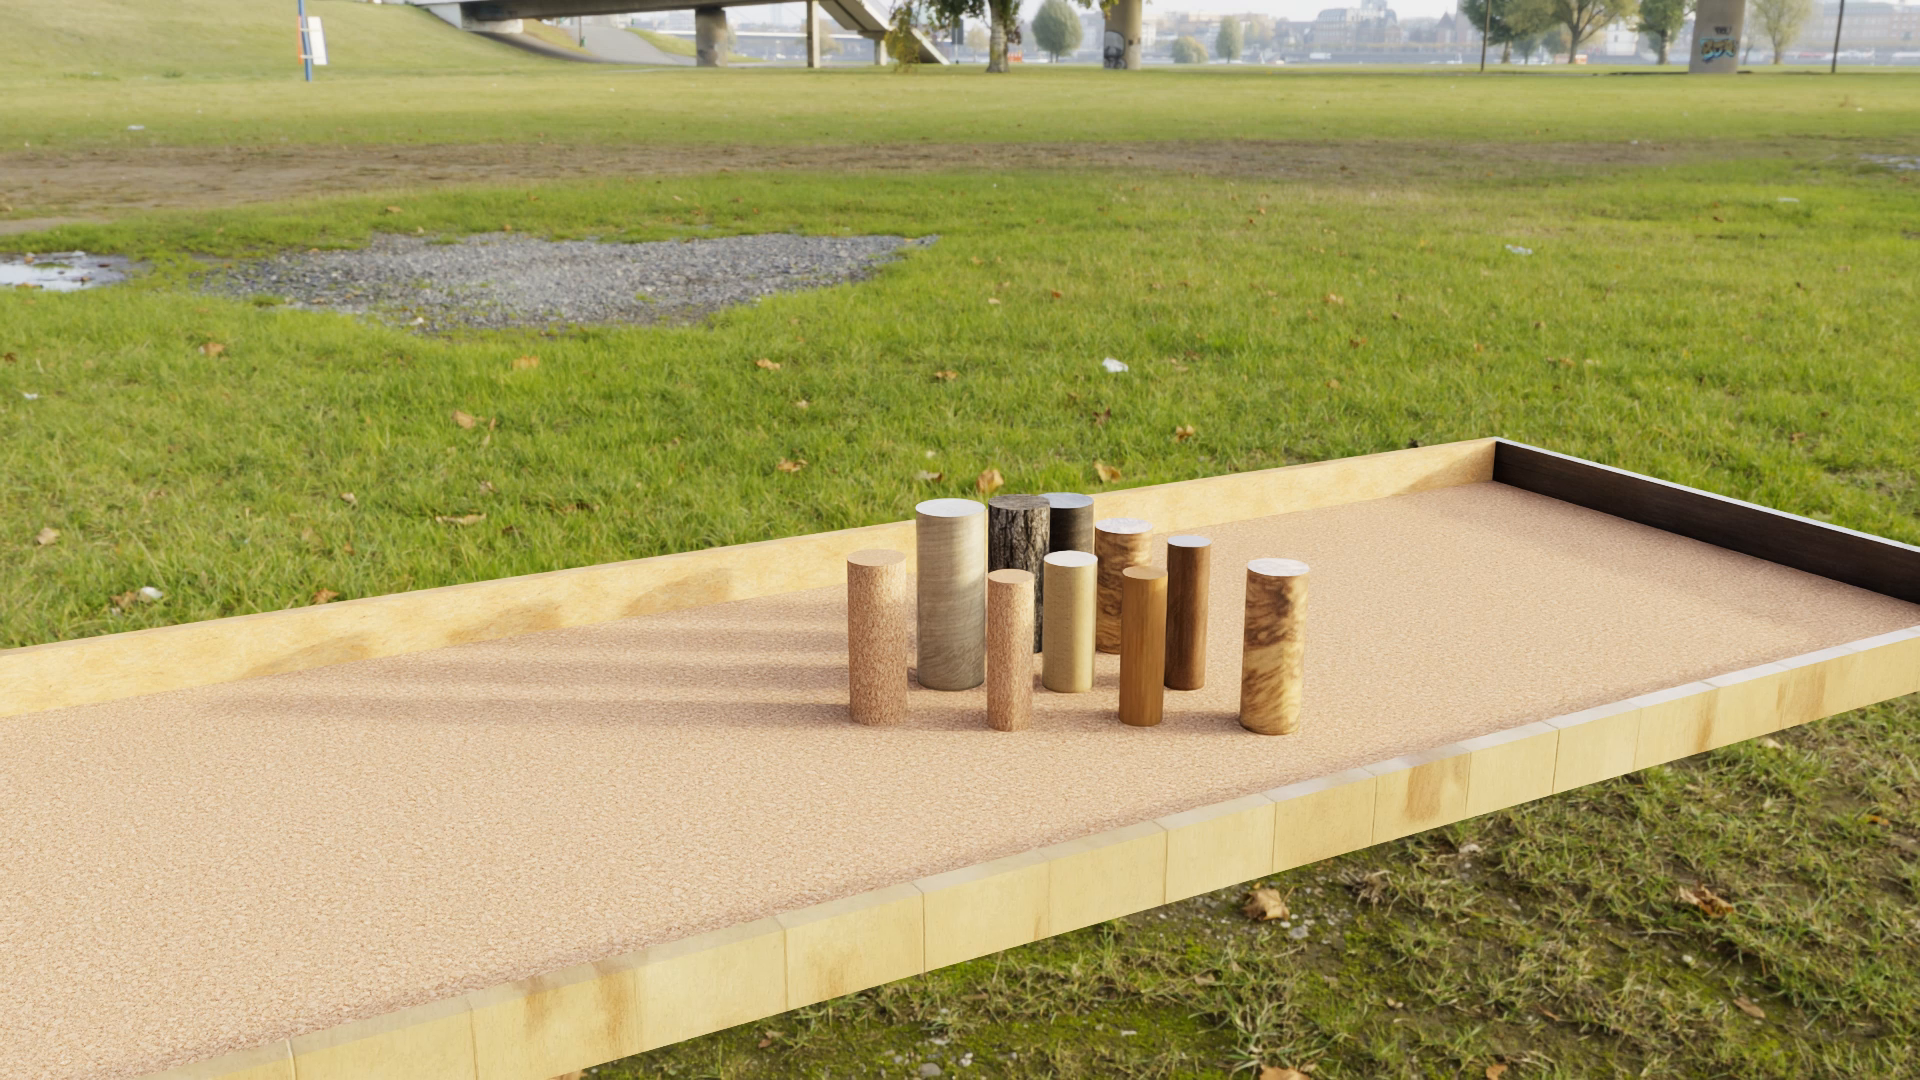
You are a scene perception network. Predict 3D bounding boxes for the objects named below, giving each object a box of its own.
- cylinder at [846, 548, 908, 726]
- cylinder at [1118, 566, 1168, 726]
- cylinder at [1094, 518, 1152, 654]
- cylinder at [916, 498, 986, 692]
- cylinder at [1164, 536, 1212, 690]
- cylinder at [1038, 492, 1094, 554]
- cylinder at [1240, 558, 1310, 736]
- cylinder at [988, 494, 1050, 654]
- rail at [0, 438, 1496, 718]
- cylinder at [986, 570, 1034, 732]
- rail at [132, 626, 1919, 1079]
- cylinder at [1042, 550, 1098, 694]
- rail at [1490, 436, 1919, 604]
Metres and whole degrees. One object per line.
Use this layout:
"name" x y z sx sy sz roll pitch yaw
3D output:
"cylinder" -0.194 0.229 3.877 0.137 0.394 0.137 0 16 0
"cylinder" 0.428 0.249 3.864 0.104 0.363 0.104 0 16 0
"cylinder" 0.428 0.121 4.354 0.152 0.332 0.152 0 16 0
"cylinder" -0.023 0.136 4.099 0.171 0.448 0.171 0 16 0
"cylinder" 0.560 0.181 4.082 0.106 0.371 0.106 0 16 0
"cylinder" 0.284 0.050 4.592 0.171 0.334 0.171 0 16 0
"cylinder" 0.728 0.247 3.828 0.141 0.387 0.141 0 16 0
"cylinder" 0.154 0.090 4.347 0.162 0.396 0.162 0 16 0
"rail" -3.305 0.497 3.399 12.000 0.150 0.050 -9 18 -27
"cylinder" 0.117 0.257 3.835 0.107 0.364 0.107 0 16 0
"rail" -2.336 1.006 1.665 12.000 0.150 0.050 -9 18 -27
"cylinder" 0.271 0.203 4.083 0.132 0.328 0.132 0 16 0
"rail" 2.466 -0.048 5.253 0.050 0.150 2.100 -9 18 -27
